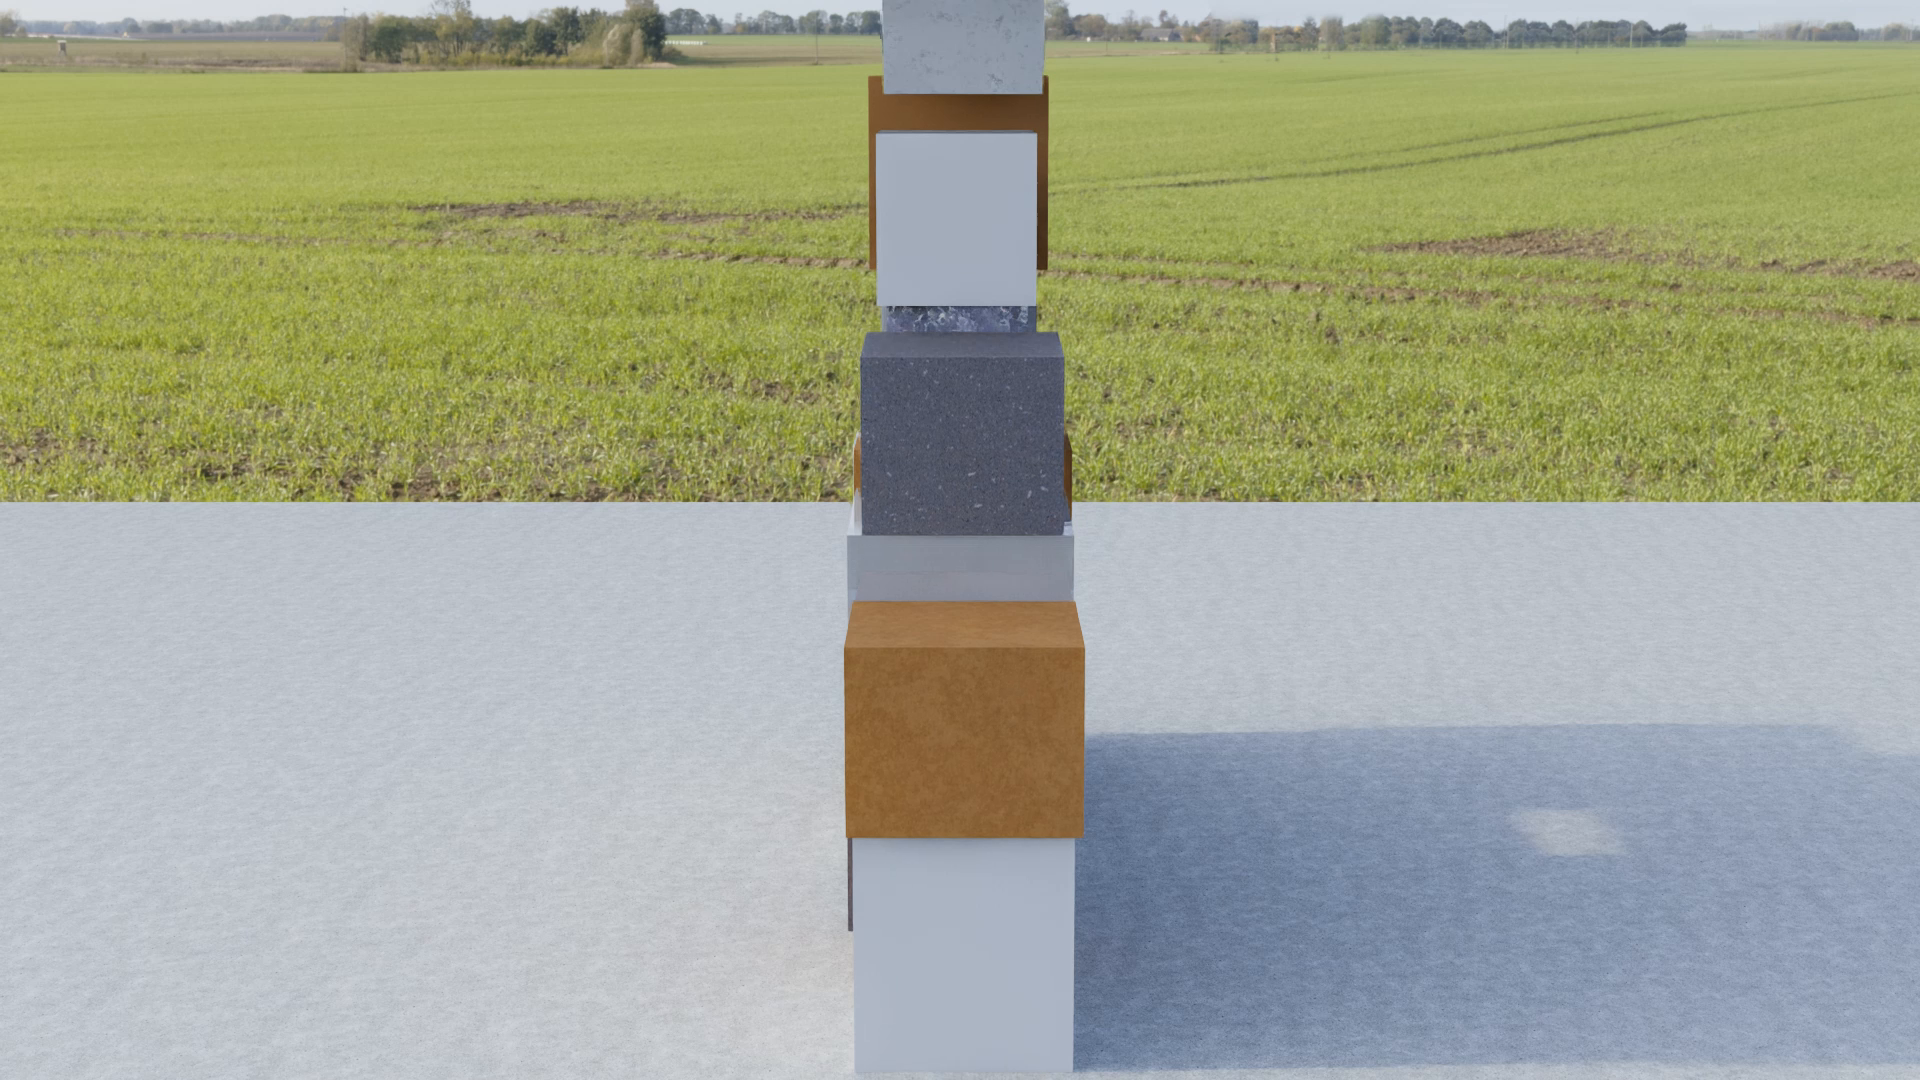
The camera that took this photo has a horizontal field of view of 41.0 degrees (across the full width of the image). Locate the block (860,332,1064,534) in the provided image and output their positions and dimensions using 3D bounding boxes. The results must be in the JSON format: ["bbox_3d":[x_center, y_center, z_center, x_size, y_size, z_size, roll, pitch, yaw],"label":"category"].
[{"bbox_3d":[0.009,-0.416,9.732,0.745,0.662,0.669,0,13,0],"label":"block"}]

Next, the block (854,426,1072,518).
[{"bbox_3d":[0.012,0.035,10.815,0.880,0.953,0.814,0,10,0],"label":"block"}]

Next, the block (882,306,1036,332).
[{"bbox_3d":[-0.004,-0.764,10.979,0.642,0.561,0.691,0,10,0],"label":"block"}]

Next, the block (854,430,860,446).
[{"bbox_3d":[-0.011,-0.051,11.637,0.909,0.853,0.786,0,8,0],"label":"block"}]

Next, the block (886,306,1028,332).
[{"bbox_3d":[-0.011,-0.671,10.351,0.552,0.601,0.558,0,10,0],"label":"block"}]

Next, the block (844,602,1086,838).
[{"bbox_3d":[0.016,0.631,9.219,0.826,0.677,0.770,0,10,0],"label":"block"}]

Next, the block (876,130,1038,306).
[{"bbox_3d":[-0.013,-1.293,10.242,0.621,0.663,0.627,0,10,0],"label":"block"}]

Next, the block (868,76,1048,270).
[{"bbox_3d":[-0.007,-1.658,11.522,0.777,0.835,0.801,0,10,0],"label":"block"}]

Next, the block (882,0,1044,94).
[{"bbox_3d":[0.014,-2.223,10.767,0.654,0.605,0.668,0,18,0],"label":"block"}]

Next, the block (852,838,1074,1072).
[{"bbox_3d":[0.013,1.384,9.458,0.779,0.890,0.816,0,10,0],"label":"block"}]

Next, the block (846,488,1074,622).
[{"bbox_3d":[0.002,0.278,9.986,0.841,0.804,0.857,0,13,0],"label":"block"}]

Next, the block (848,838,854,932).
[{"bbox_3d":[-0.019,1.023,10.988,0.890,1.055,0.904,0,10,0],"label":"block"}]
